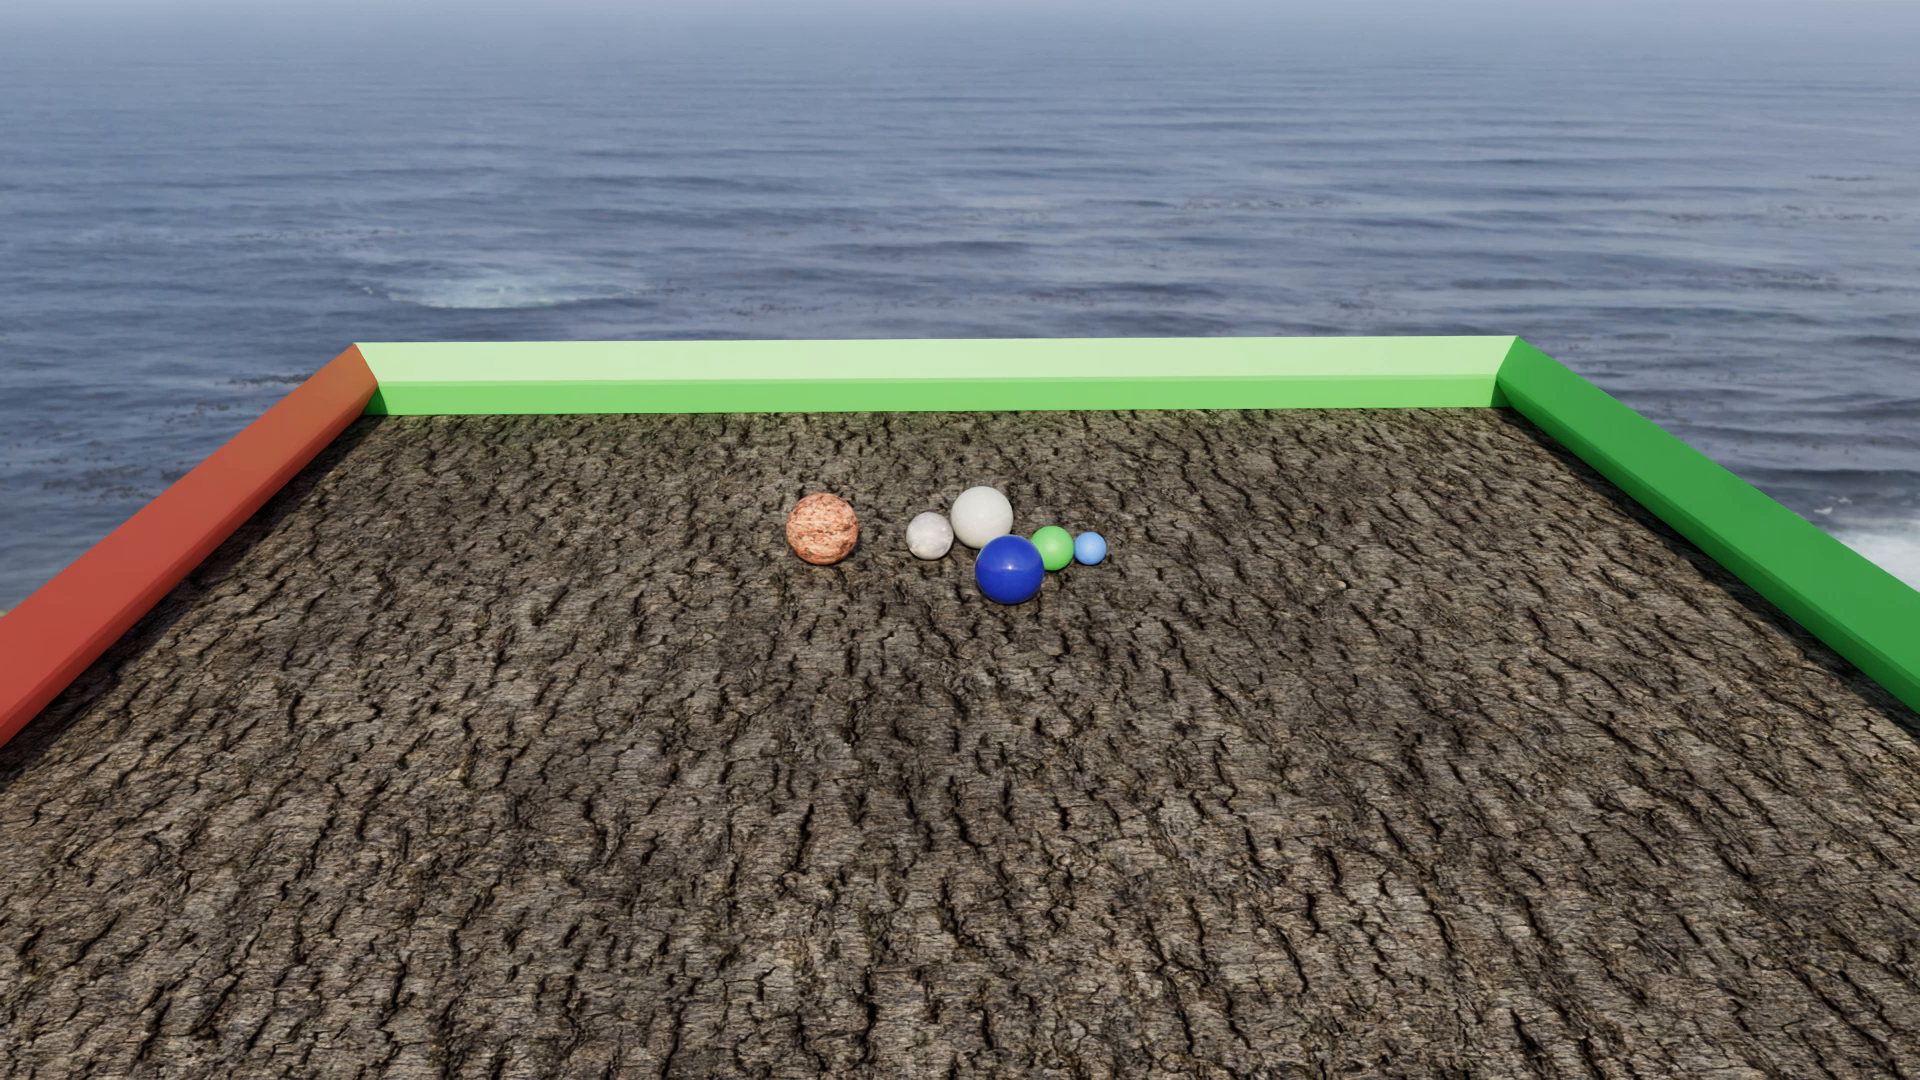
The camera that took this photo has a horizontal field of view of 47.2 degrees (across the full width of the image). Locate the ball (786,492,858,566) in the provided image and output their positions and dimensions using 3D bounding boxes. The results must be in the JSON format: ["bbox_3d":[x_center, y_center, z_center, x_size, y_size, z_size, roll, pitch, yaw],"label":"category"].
[{"bbox_3d":[-0.178,-0.014,2.847,0.094,0.094,0.094,0,15,0],"label":"ball"}]

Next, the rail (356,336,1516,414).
[{"bbox_3d":[-0.032,-0.276,3.735,1.981,0.122,0.045,-1,15,-2],"label":"rail"}]

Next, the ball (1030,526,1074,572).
[{"bbox_3d":[0.118,0.011,2.823,0.058,0.058,0.058,0,15,0],"label":"ball"}]

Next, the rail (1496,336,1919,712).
[{"bbox_3d":[0.999,0.222,1.935,0.045,0.122,3.852,-1,15,-2],"label":"rail"}]

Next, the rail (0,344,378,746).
[{"bbox_3d":[-0.933,0.240,1.872,0.045,0.122,3.852,-1,15,-2],"label":"rail"}]

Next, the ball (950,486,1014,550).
[{"bbox_3d":[0.029,-0.029,2.920,0.084,0.084,0.084,0,15,0],"label":"ball"}]

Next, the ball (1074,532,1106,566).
[{"bbox_3d":[0.168,0.011,2.850,0.044,0.044,0.044,0,15,0],"label":"ball"}]

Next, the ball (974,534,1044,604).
[{"bbox_3d":[0.061,0.036,2.682,0.086,0.086,0.086,0,15,0],"label":"ball"}]

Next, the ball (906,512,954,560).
[{"bbox_3d":[-0.040,-0.005,2.871,0.063,0.063,0.063,0,15,0],"label":"ball"}]
